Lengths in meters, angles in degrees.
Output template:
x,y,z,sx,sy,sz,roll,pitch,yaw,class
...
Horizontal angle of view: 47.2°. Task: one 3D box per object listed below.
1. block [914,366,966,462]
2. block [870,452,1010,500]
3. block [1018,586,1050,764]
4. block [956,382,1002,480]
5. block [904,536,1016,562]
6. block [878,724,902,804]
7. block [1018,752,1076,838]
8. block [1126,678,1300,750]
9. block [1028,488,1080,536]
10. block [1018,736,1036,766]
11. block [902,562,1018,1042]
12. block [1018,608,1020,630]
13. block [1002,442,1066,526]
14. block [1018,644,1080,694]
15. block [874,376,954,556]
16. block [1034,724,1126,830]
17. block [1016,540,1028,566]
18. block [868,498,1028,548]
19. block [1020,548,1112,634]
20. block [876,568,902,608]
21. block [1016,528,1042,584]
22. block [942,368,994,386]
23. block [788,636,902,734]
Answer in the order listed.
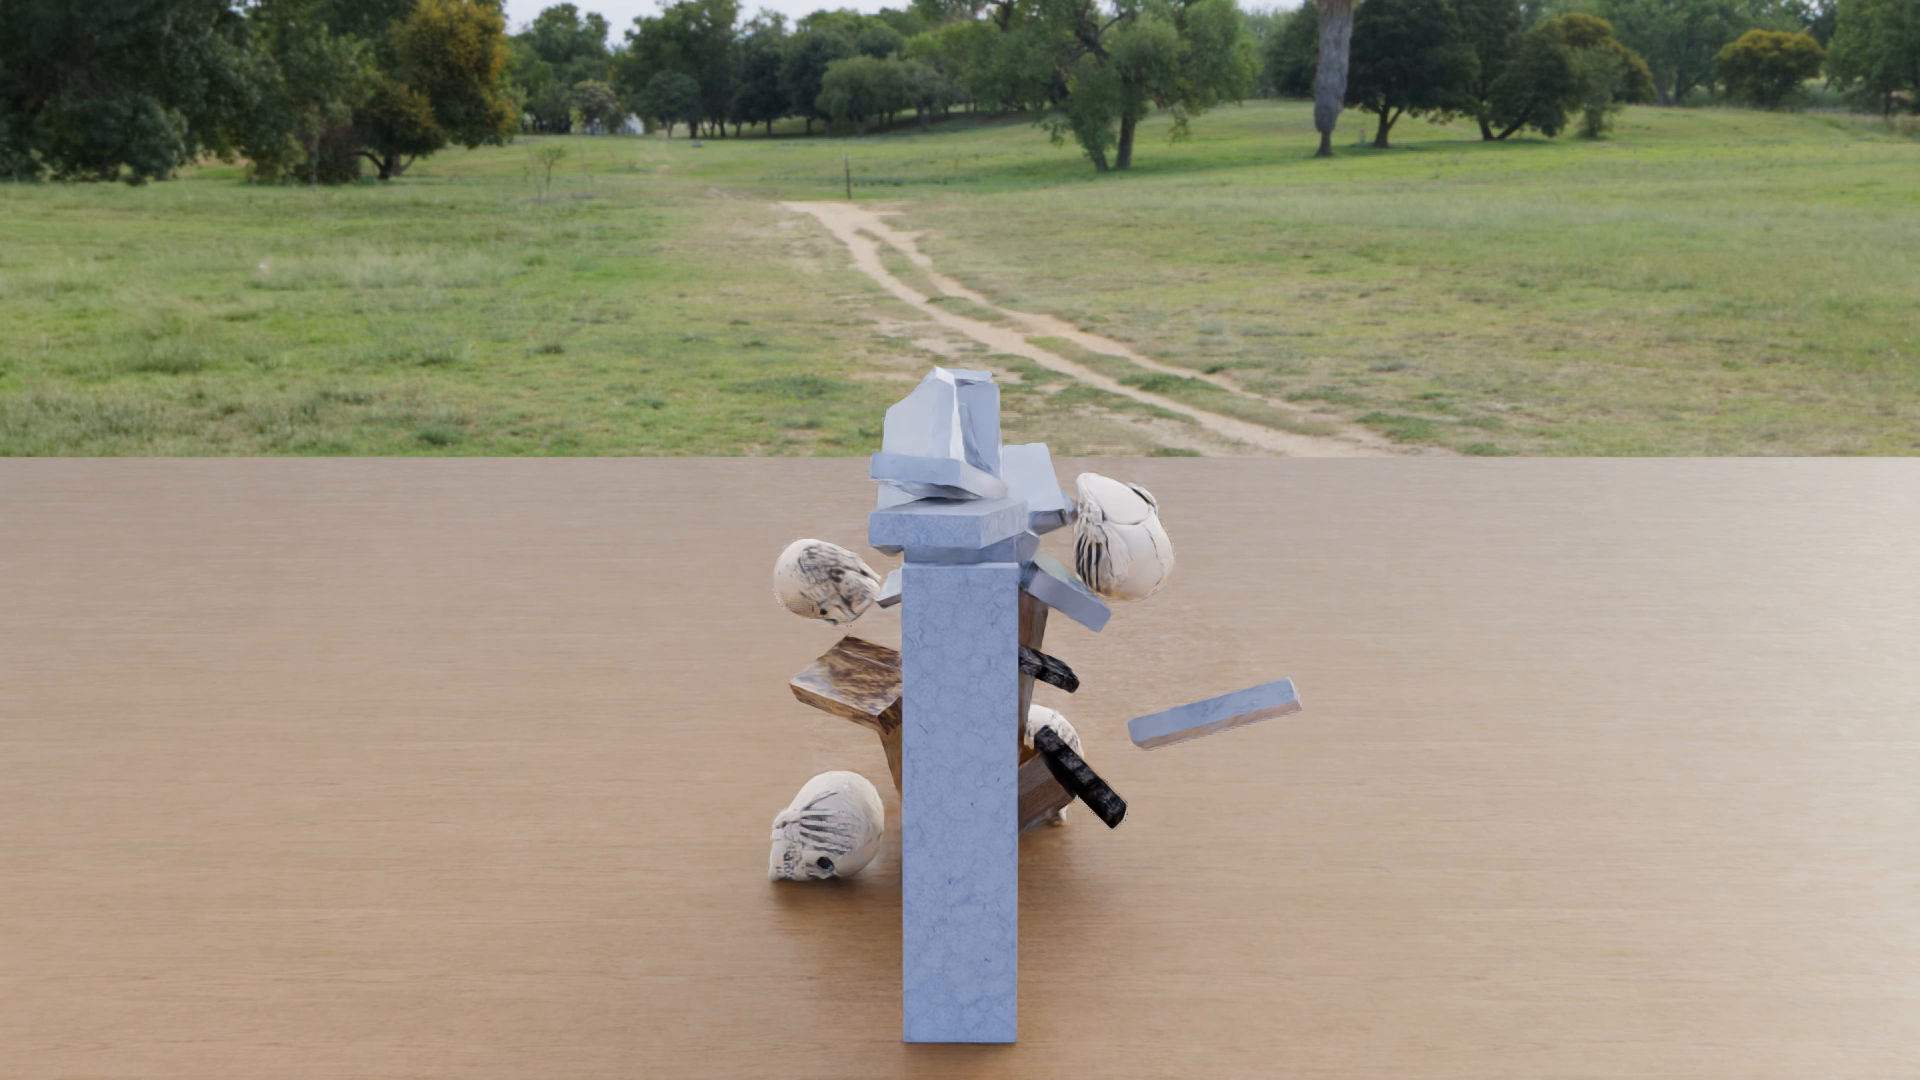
x,y,z,sx,sy,sz,roll,pitch,yaw,class
-0.048,-0.112,3.629,0.038,0.135,0.387,24,37,-27,block
-0.027,-0.089,3.321,0.135,0.038,0.270,6,-4,17,block
0.040,0.275,3.653,0.147,0.412,0.042,2,20,-21,block
0.017,-0.165,3.759,0.103,0.207,0.029,-6,-24,10,block
0.000,0.149,3.229,0.158,0.316,0.045,1,13,4,block
-0.058,0.377,3.961,0.147,0.293,0.042,-36,54,-18,block
0.097,0.459,3.826,0.195,0.098,0.028,-37,5,24,block
0.453,0.310,3.908,0.293,0.042,0.147,-16,-13,9,block
0.116,-0.081,3.833,0.100,0.028,0.201,-20,41,-16,block
0.072,0.431,3.944,0.098,0.195,0.028,32,26,-17,block
0.000,0.366,3.038,0.158,0.670,0.045,0,9,0,block
0.042,0.278,3.571,0.076,0.365,0.022,5,22,-1,block
0.113,-0.095,3.783,0.104,0.029,0.207,-5,36,-6,block
0.105,0.186,3.382,0.152,0.022,0.076,23,12,-22,block
-0.074,-0.119,3.577,0.038,0.270,0.135,26,-38,-32,block
0.205,0.407,3.773,0.028,0.195,0.098,-41,-16,-14,block
0.033,0.014,3.510,0.018,0.065,0.199,23,-2,-36,block
-0.011,-0.026,3.151,0.158,0.045,0.316,2,5,13,block
0.136,0.057,3.602,0.147,0.042,0.293,31,6,-21,block
-0.082,0.068,3.611,0.130,0.018,0.065,-21,36,48,block
0.061,0.008,3.576,0.029,0.103,0.237,24,7,-21,block
0.016,-0.211,3.909,0.100,0.201,0.028,6,39,19,block
-0.167,0.255,3.916,0.147,0.042,0.293,-39,28,-24,block
